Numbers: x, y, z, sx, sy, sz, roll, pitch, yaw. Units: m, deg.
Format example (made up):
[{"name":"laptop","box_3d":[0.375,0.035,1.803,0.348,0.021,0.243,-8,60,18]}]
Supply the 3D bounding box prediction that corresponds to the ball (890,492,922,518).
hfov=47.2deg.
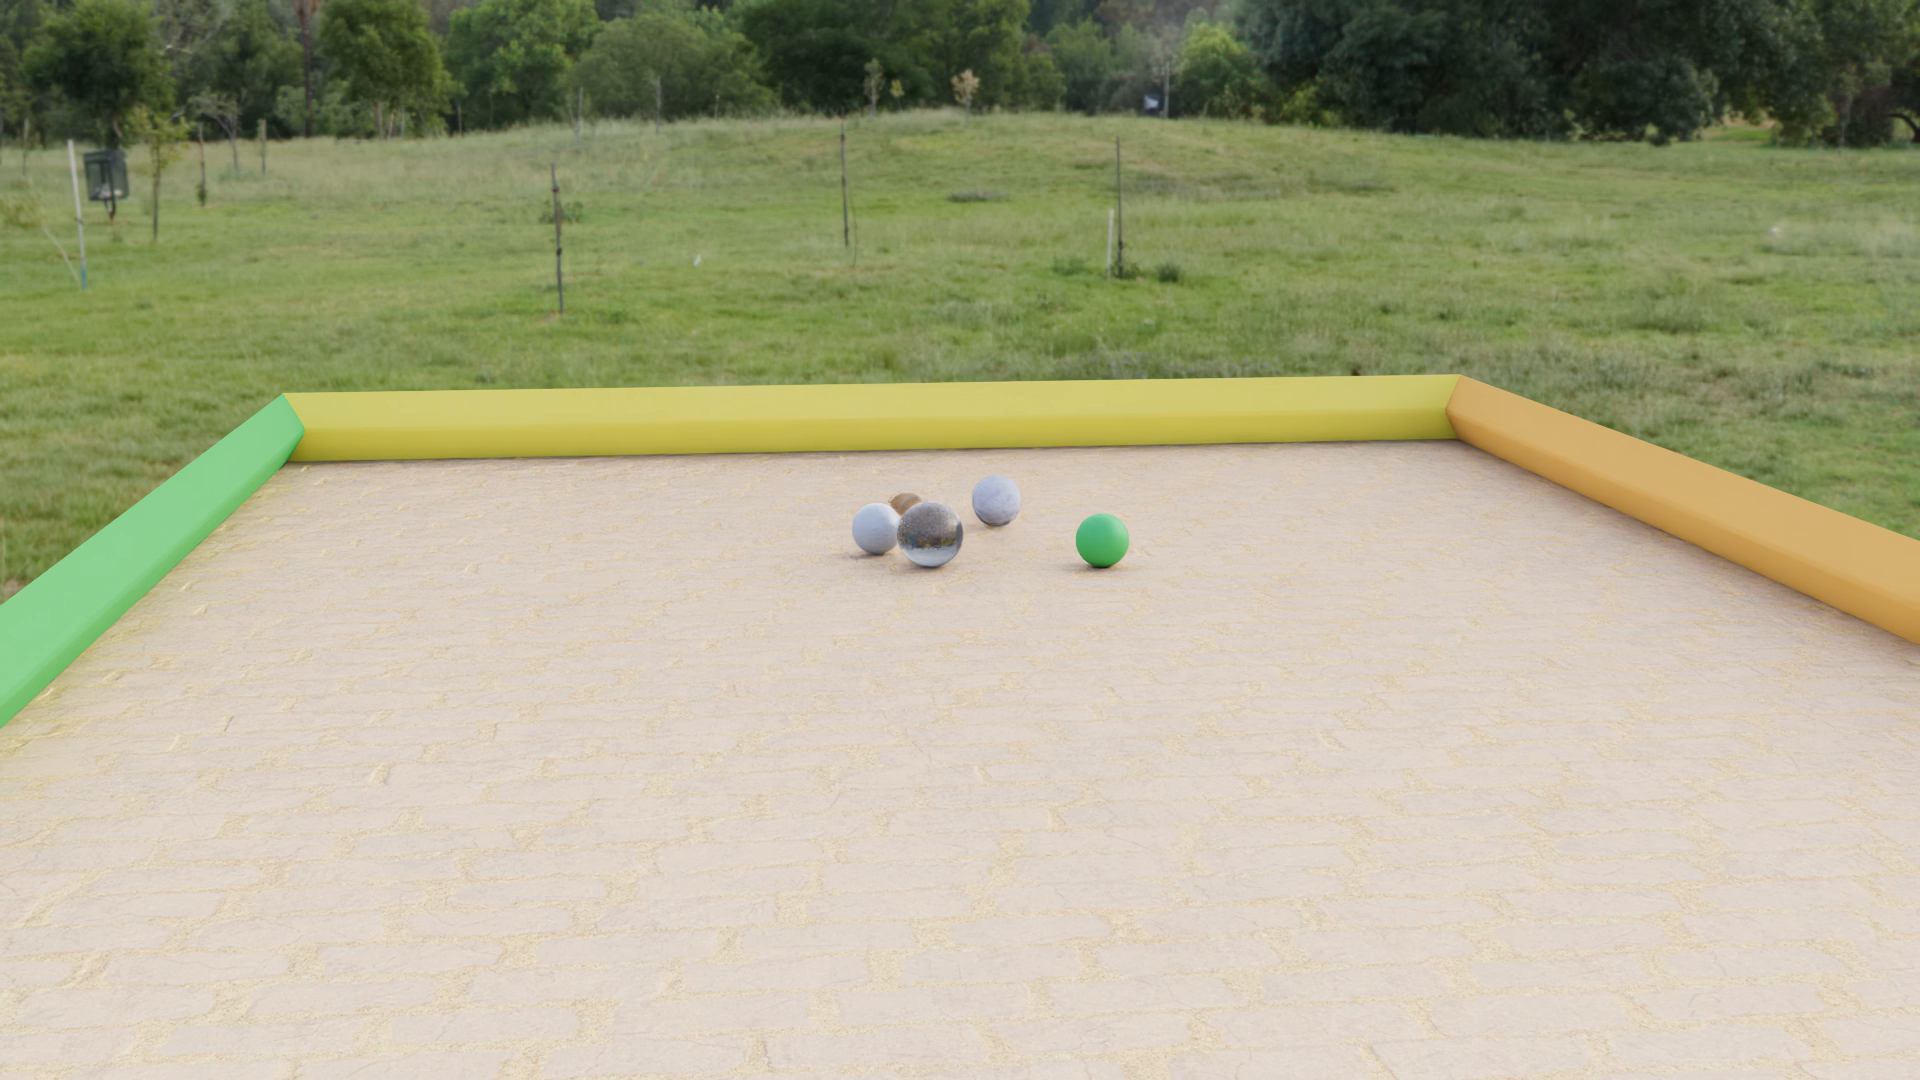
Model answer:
[{"name":"ball","box_3d":[-0.085,-0.048,3.527,0.057,0.057,0.057,0,12,0]}]

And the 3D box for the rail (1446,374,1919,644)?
[{"name":"rail","box_3d":[1.253,0.168,2.280,0.045,0.128,4.417,-1,12,-7]}]

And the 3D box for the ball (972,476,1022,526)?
[{"name":"ball","box_3d":[0.059,-0.062,3.539,0.080,0.080,0.080,0,12,0]}]

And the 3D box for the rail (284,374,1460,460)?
[{"name":"rail","box_3d":[-0.132,-0.236,4.270,2.301,0.128,0.045,-1,12,-7]}]

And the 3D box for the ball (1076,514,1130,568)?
[{"name":"ball","box_3d":[0.209,0.000,3.234,0.079,0.079,0.079,0,12,0]}]

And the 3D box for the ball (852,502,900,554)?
[{"name":"ball","box_3d":[-0.125,-0.017,3.323,0.078,0.078,0.078,0,12,0]}]

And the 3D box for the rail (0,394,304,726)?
[{"name":"rail","box_3d":[-0.983,0.223,2.010,0.045,0.128,4.417,-1,12,-7]}]

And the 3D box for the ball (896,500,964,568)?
[{"name":"ball","box_3d":[-0.044,-0.009,3.230,0.099,0.099,0.099,0,12,0]}]
